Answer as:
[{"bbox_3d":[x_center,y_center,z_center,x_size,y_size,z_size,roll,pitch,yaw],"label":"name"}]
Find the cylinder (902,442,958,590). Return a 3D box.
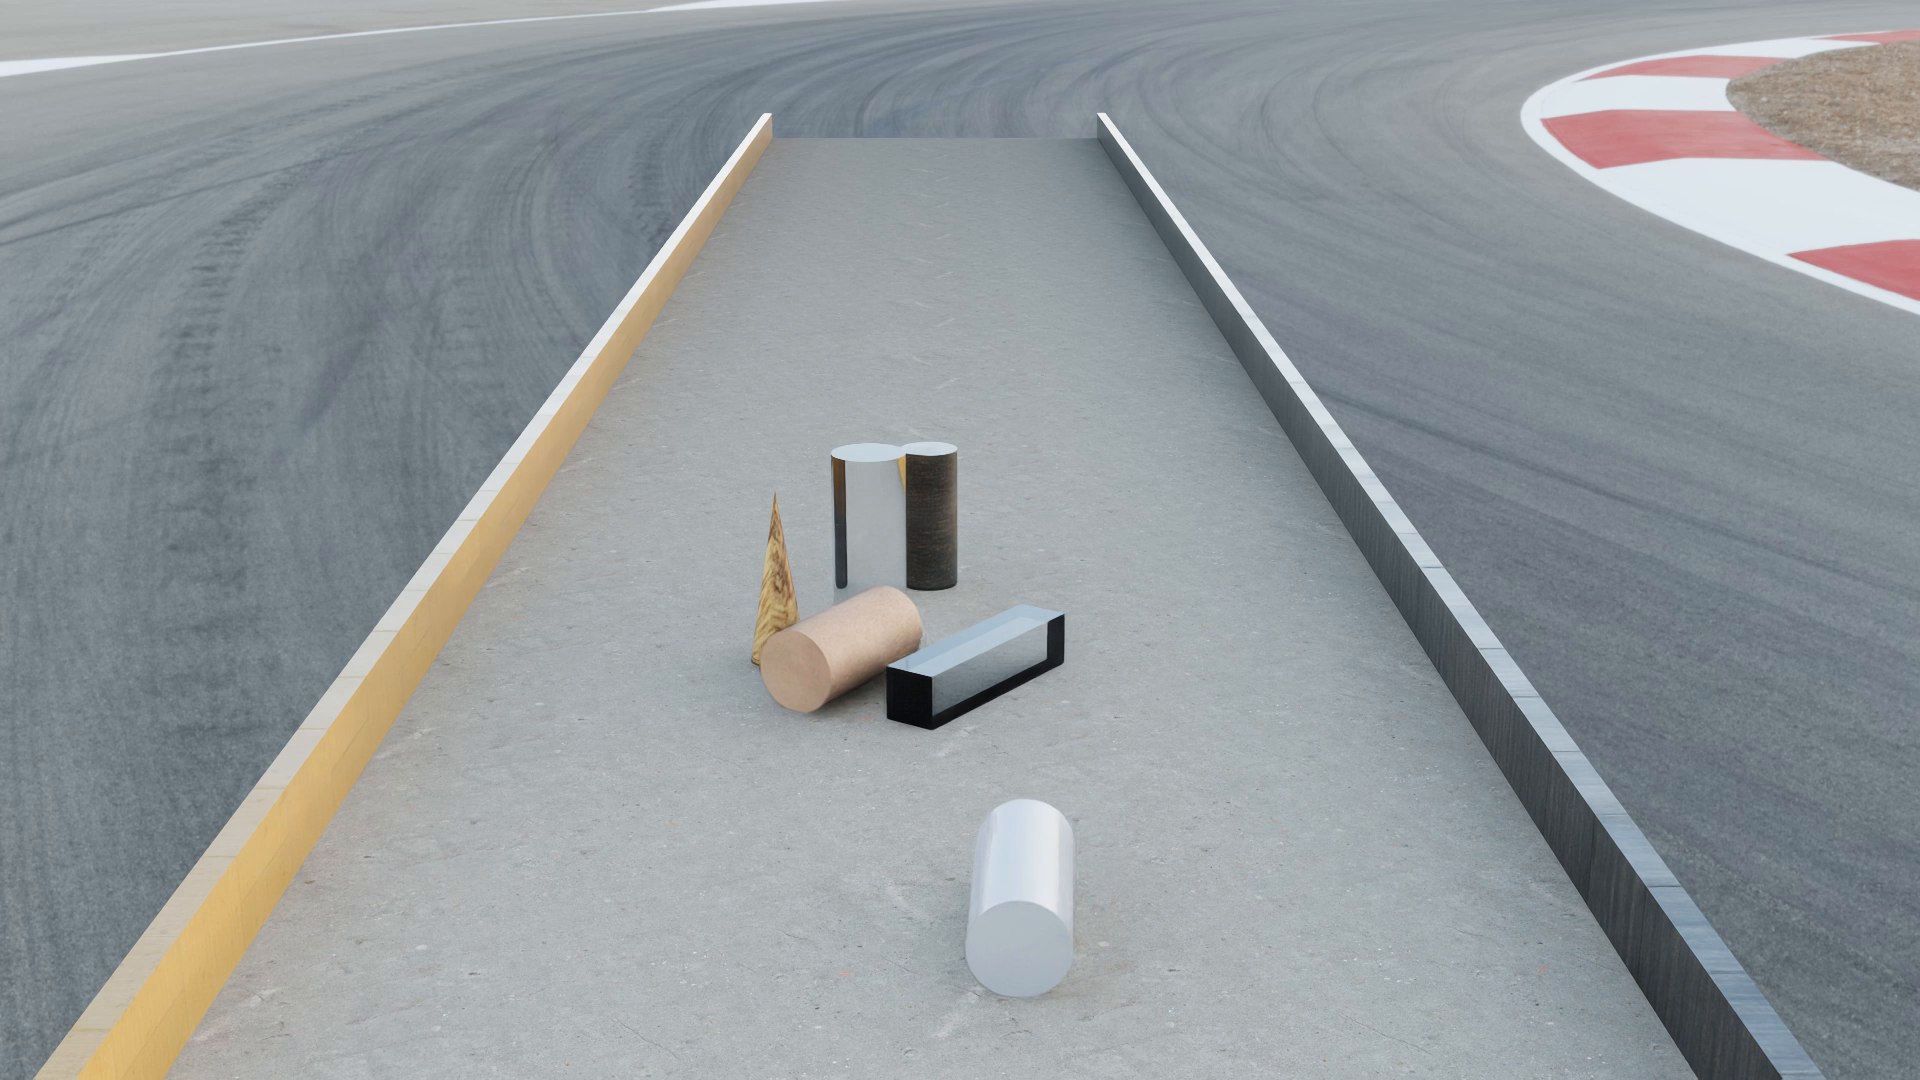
[{"bbox_3d":[-0.068,-0.053,4.864,0.125,0.308,0.125,0,17,0],"label":"cylinder"}]

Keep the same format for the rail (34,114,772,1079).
[{"bbox_3d":[-1.118,-0.838,7.780,0.050,0.150,12.000,0,17,-1],"label":"rail"}]

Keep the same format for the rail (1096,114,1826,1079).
[{"bbox_3d":[0.932,-0.844,7.801,0.050,0.150,12.000,0,17,-1],"label":"rail"}]

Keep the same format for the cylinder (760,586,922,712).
[{"bbox_3d":[-0.226,0.207,4.247,0.161,0.161,0.320,10,19,30],"label":"cylinder"}]

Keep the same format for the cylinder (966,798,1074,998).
[{"bbox_3d":[0.092,0.519,3.222,0.150,0.150,0.353,1,17,3],"label":"cylinder"}]

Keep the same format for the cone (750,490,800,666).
[{"bbox_3d":[-0.363,0.071,4.370,0.114,0.353,0.114,0,17,0],"label":"cone"}]

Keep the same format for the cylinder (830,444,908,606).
[{"bbox_3d":[-0.191,-0.013,4.647,0.158,0.355,0.158,0,17,0],"label":"cylinder"}]

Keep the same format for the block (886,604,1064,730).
[{"bbox_3d":[0.036,0.240,4.237,0.105,0.105,0.450,11,20,34],"label":"block"}]
